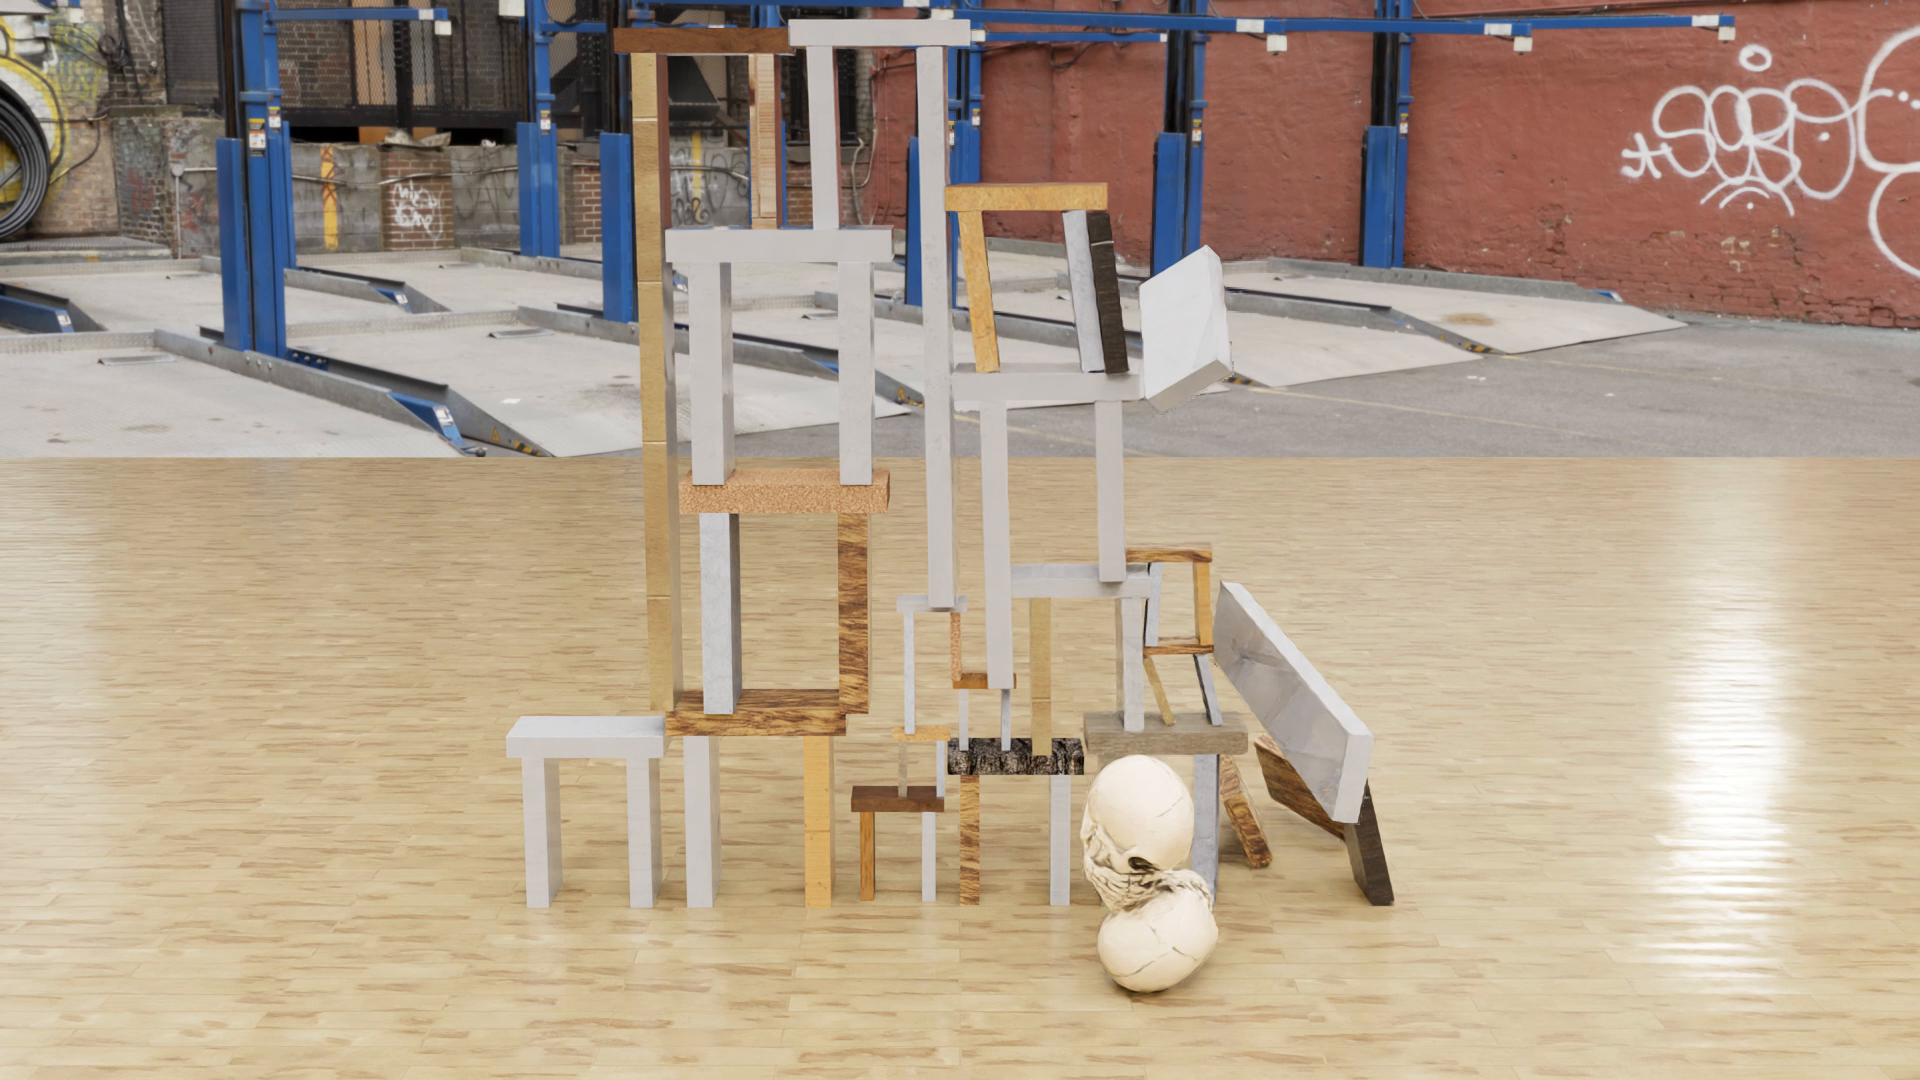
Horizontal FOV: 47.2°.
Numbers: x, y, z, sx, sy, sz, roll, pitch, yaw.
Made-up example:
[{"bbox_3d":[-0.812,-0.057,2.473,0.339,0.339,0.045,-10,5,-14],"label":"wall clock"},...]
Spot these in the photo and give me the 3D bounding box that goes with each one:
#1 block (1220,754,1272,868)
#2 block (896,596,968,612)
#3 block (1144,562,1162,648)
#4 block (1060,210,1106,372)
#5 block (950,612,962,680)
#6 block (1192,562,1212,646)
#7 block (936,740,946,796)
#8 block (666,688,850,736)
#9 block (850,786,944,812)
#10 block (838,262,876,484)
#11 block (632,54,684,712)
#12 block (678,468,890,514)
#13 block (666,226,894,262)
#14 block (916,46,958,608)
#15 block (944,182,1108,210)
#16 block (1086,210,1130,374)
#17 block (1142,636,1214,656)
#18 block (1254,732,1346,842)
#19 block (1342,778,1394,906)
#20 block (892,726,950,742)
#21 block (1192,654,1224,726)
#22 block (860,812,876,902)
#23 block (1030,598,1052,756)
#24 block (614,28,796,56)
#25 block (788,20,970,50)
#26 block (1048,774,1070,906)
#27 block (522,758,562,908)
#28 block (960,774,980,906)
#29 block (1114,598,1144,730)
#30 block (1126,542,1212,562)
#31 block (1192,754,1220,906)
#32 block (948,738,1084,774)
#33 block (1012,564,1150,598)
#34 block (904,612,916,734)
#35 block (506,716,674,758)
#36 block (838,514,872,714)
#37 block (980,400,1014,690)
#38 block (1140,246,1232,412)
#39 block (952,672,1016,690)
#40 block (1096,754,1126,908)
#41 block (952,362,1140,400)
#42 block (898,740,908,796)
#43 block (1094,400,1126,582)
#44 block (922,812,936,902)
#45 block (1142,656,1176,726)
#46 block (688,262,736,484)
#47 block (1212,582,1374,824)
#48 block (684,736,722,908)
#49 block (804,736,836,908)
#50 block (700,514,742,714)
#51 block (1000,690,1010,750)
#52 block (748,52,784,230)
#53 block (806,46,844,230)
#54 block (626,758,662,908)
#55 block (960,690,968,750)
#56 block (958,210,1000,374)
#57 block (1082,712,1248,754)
[{"bbox_3d":[0.500,0.477,3.912,0.037,0.131,0.263,-24,8,6],"label":"block"},{"bbox_3d":[-0.045,0.104,3.581,0.114,0.016,0.057,0,11,0],"label":"block"},{"bbox_3d":[0.314,0.098,3.578,0.020,0.139,0.069,3,11,1],"label":"block"},{"bbox_3d":[0.193,-0.397,3.465,0.035,0.249,0.125,-7,11,3],"label":"block"},{"bbox_3d":[-0.006,0.168,3.592,0.016,0.114,0.057,0,11,0],"label":"block"},{"bbox_3d":[0.394,0.096,3.579,0.020,0.139,0.069,-4,11,0],"label":"block"},{"bbox_3d":[-0.032,0.371,3.632,0.013,0.094,0.047,0,11,0],"label":"block"},{"bbox_3d":[-0.329,0.283,3.617,0.291,0.041,0.145,0,11,0],"label":"block"},{"bbox_3d":[-0.102,0.429,3.641,0.153,0.022,0.076,0,11,0],"label":"block"},{"bbox_3d":[-0.164,-0.273,3.506,0.049,0.347,0.174,0,11,0],"label":"block"},{"bbox_3d":[-0.482,-0.246,3.515,0.038,1.036,0.133,0,11,0],"label":"block"},{"bbox_3d":[-0.279,-0.080,3.542,0.327,0.046,0.163,0,11,0],"label":"block"},{"bbox_3d":[-0.279,-0.468,3.469,0.347,0.049,0.174,0,11,0],"label":"block"},{"bbox_3d":[-0.035,-0.335,3.501,0.039,0.875,0.138,-1,11,3],"label":"block"},{"bbox_3d":[0.105,-0.537,3.437,0.249,0.035,0.125,0,12,4],"label":"block"},{"bbox_3d":[0.229,-0.388,3.434,0.034,0.243,0.122,-8,11,2],"label":"block"},{"bbox_3d":[0.351,0.173,3.599,0.119,0.017,0.059,-2,11,-2],"label":"block"},{"bbox_3d":[0.639,0.452,3.967,0.037,0.131,0.263,-30,29,-20],"label":"block"},{"bbox_3d":[0.660,0.460,3.648,0.037,0.263,0.131,-15,11,0],"label":"block"},{"bbox_3d":[-0.063,0.318,3.622,0.095,0.013,0.047,0,11,0],"label":"block"},{"bbox_3d":[0.405,0.240,3.606,0.017,0.119,0.059,-14,11,-1],"label":"block"},{"bbox_3d":[-0.153,0.514,3.657,0.022,0.153,0.077,0,11,0],"label":"block"},{"bbox_3d":[0.131,0.210,3.599,0.031,0.263,0.110,-1,12,0],"label":"block"},{"bbox_3d":[-0.394,-0.773,3.416,0.266,0.038,0.133,0,11,0],"label":"block"},{"bbox_3d":[-0.123,-0.785,3.417,0.276,0.039,0.138,0,11,0],"label":"block"},{"bbox_3d":[0.164,0.481,3.648,0.031,0.222,0.111,0,11,0],"label":"block"},{"bbox_3d":[-0.691,0.466,3.642,0.036,0.254,0.127,0,11,0],"label":"block"},{"bbox_3d":[0.016,0.481,3.648,0.031,0.222,0.111,0,11,0],"label":"block"},{"bbox_3d":[0.276,0.189,3.594,0.031,0.220,0.110,-3,11,-2],"label":"block"},{"bbox_3d":[0.339,0.019,3.564,0.139,0.020,0.069,0,11,7],"label":"block"},{"bbox_3d":[0.409,0.462,3.649,0.037,0.259,0.130,1,11,9],"label":"block"},{"bbox_3d":[0.090,0.356,3.624,0.222,0.031,0.111,0,11,0],"label":"block"},{"bbox_3d":[0.194,0.066,3.569,0.221,0.031,0.110,0,12,2],"label":"block"},{"bbox_3d":[-0.082,0.212,3.601,0.016,0.204,0.057,0,11,0],"label":"block"},{"bbox_3d":[-0.607,0.324,3.615,0.254,0.036,0.127,0,11,0],"label":"block"},{"bbox_3d":[-0.170,0.104,3.576,0.046,0.327,0.163,0,11,0],"label":"block"},{"bbox_3d":[0.059,-0.004,3.550,0.041,0.466,0.145,-2,12,1],"label":"block"},{"bbox_3d":[0.321,-0.304,3.149,0.121,0.034,0.243,-30,39,29],"label":"block"},{"bbox_3d":[0.040,0.231,3.606,0.104,0.015,0.052,0,11,0],"label":"block"},{"bbox_3d":[0.249,0.463,3.645,0.037,0.259,0.130,0,11,0],"label":"block"},{"bbox_3d":[0.138,-0.253,3.493,0.291,0.041,0.145,0,12,3],"label":"block"},{"bbox_3d":[-0.095,0.371,3.632,0.013,0.095,0.047,0,11,0],"label":"block"},{"bbox_3d":[0.242,-0.091,3.528,0.041,0.291,0.145,-1,12,4],"label":"block"},{"bbox_3d":[-0.051,0.514,3.657,0.022,0.153,0.076,0,10,0],"label":"block"},{"bbox_3d":[0.323,0.241,3.606,0.017,0.119,0.059,-20,10,3],"label":"block"},{"bbox_3d":[-0.395,-0.273,3.506,0.049,0.347,0.174,0,11,0],"label":"block"},{"bbox_3d":[0.481,0.222,3.292,0.034,0.122,0.823,7,12,-7],"label":"block"},{"bbox_3d":[-0.426,0.446,3.647,0.041,0.291,0.145,0,11,0],"label":"block"},{"bbox_3d":[-0.232,0.446,3.647,0.041,0.291,0.145,0,11,0],"label":"block"},{"bbox_3d":[-0.388,0.104,3.576,0.046,0.327,0.163,0,11,0],"label":"block"},{"bbox_3d":[0.075,0.289,3.617,0.015,0.103,0.052,0,11,0],"label":"block"},{"bbox_3d":[-0.303,-0.624,3.444,0.038,0.266,0.133,0,11,0],"label":"block"},{"bbox_3d":[-0.211,-0.630,3.449,0.039,0.276,0.138,-2,11,0],"label":"block"},{"bbox_3d":[-0.522,0.466,3.642,0.036,0.254,0.127,0,11,0],"label":"block"},{"bbox_3d":[0.006,0.289,3.617,0.015,0.103,0.052,0,11,0],"label":"block"},{"bbox_3d":[0.031,-0.396,3.470,0.035,0.249,0.125,-6,12,3],"label":"block"},{"bbox_3d":[0.336,0.317,3.619,0.259,0.037,0.130,0,11,0],"label":"block"}]
